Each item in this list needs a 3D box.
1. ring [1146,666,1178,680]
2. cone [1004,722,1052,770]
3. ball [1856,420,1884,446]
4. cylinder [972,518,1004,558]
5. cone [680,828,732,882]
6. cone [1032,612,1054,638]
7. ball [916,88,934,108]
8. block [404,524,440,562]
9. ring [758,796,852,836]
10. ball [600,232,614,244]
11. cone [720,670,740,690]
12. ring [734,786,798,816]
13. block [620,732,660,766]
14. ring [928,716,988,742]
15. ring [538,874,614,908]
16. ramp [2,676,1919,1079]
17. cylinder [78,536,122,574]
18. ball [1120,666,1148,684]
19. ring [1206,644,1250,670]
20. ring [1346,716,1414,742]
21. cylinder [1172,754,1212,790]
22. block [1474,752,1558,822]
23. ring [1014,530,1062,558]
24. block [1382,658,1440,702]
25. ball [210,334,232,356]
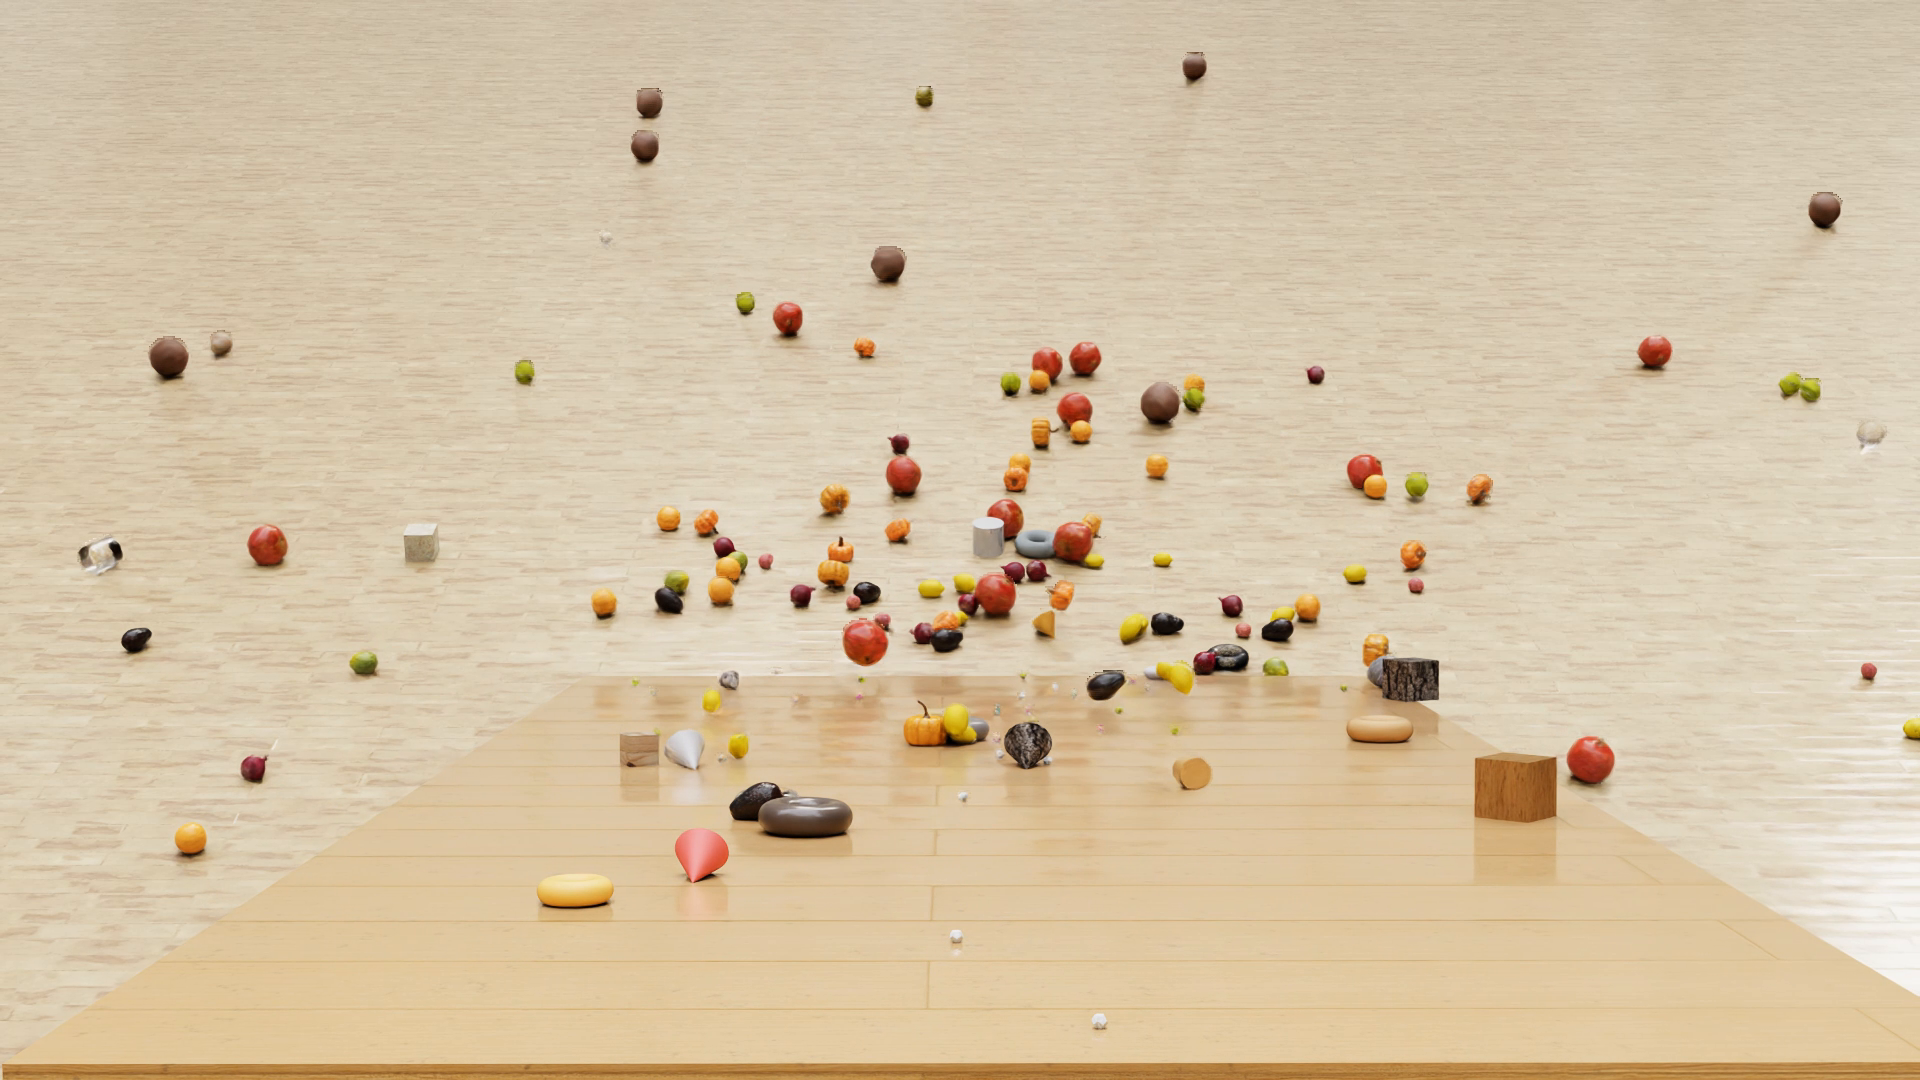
[{"bbox_3d":[0.506,0.333,6.469,0.086,0.029,0.086,-1,4,0],"label":"ring"},{"bbox_3d":[0.125,0.400,4.767,0.090,0.090,0.090,1,29,3],"label":"cone"},{"bbox_3d":[2.931,-0.342,8.284,0.084,0.084,0.084,0,23,0],"label":"ball"},{"bbox_3d":[0.082,-0.007,7.487,0.090,0.090,0.090,0,23,0],"label":"cylinder"},{"bbox_3d":[-0.366,0.454,3.579,0.077,0.077,0.077,5,43,12],"label":"cone"},{"bbox_3d":[0.240,0.242,6.968,0.070,0.070,0.070,-13,59,-29],"label":"cone"},{"bbox_3d":[-0.174,-2.156,12.546,0.091,0.091,0.091,0,23,0],"label":"ball"},{"bbox_3d":[-1.561,0.008,7.460,0.084,0.084,0.084,0,23,-1],"label":"block"},{"bbox_3d":[-0.240,0.429,3.994,0.148,0.049,0.148,1,2,0],"label":"ring"},{"bbox_3d":[-1.424,-1.218,10.384,0.053,0.053,0.053,0,23,0],"label":"ball"},{"bbox_3d":[-0.546,0.348,6.198,0.051,0.051,0.051,-10,33,-23],"label":"cone"},{"bbox_3d":[-0.315,0.427,4.207,0.108,0.036,0.108,-1,3,0],"label":"ring"},{"bbox_3d":[-0.599,0.390,4.806,0.057,0.057,0.057,-1,3,-26],"label":"block"},{"bbox_3d":[-0.004,0.382,5.192,0.126,0.042,0.126,-1,3,0],"label":"ring"},{"bbox_3d":[-0.508,0.463,3.399,0.101,0.034,0.101,-1,1,0],"label":"ring"},{"bbox_3d":[0.053,0.480,4.538,2.000,0.100,4.000,0,2,0],"label":"ramp"},{"bbox_3d":[-2.462,0.044,7.375,0.085,0.085,0.085,13,26,28],"label":"cylinder"},{"bbox_3d":[0.430,0.343,6.344,0.070,0.070,0.070,0,23,0],"label":"ball"},{"bbox_3d":[0.707,0.311,6.806,0.116,0.039,0.116,-1,24,0],"label":"ring"},{"bbox_3d":[0.845,0.380,5.180,0.134,0.045,0.134,-1,4,0],"label":"ring"},{"bbox_3d":[0.404,0.404,4.488,0.055,0.055,0.055,-4,3,-9],"label":"cylinder"},{"bbox_3d":[0.896,0.398,4.150,0.096,0.096,0.096,2,3,40],"label":"block"},{"bbox_3d":[0.228,0.011,7.501,0.139,0.046,0.139,1,23,0],"label":"ring"},{"bbox_3d":[1.044,0.323,5.960,0.092,0.092,0.092,-1,3,-28],"label":"block"},{"bbox_3d":[-2.619,-0.694,9.121,0.078,0.078,0.078,0,23,0],"label":"ball"}]
